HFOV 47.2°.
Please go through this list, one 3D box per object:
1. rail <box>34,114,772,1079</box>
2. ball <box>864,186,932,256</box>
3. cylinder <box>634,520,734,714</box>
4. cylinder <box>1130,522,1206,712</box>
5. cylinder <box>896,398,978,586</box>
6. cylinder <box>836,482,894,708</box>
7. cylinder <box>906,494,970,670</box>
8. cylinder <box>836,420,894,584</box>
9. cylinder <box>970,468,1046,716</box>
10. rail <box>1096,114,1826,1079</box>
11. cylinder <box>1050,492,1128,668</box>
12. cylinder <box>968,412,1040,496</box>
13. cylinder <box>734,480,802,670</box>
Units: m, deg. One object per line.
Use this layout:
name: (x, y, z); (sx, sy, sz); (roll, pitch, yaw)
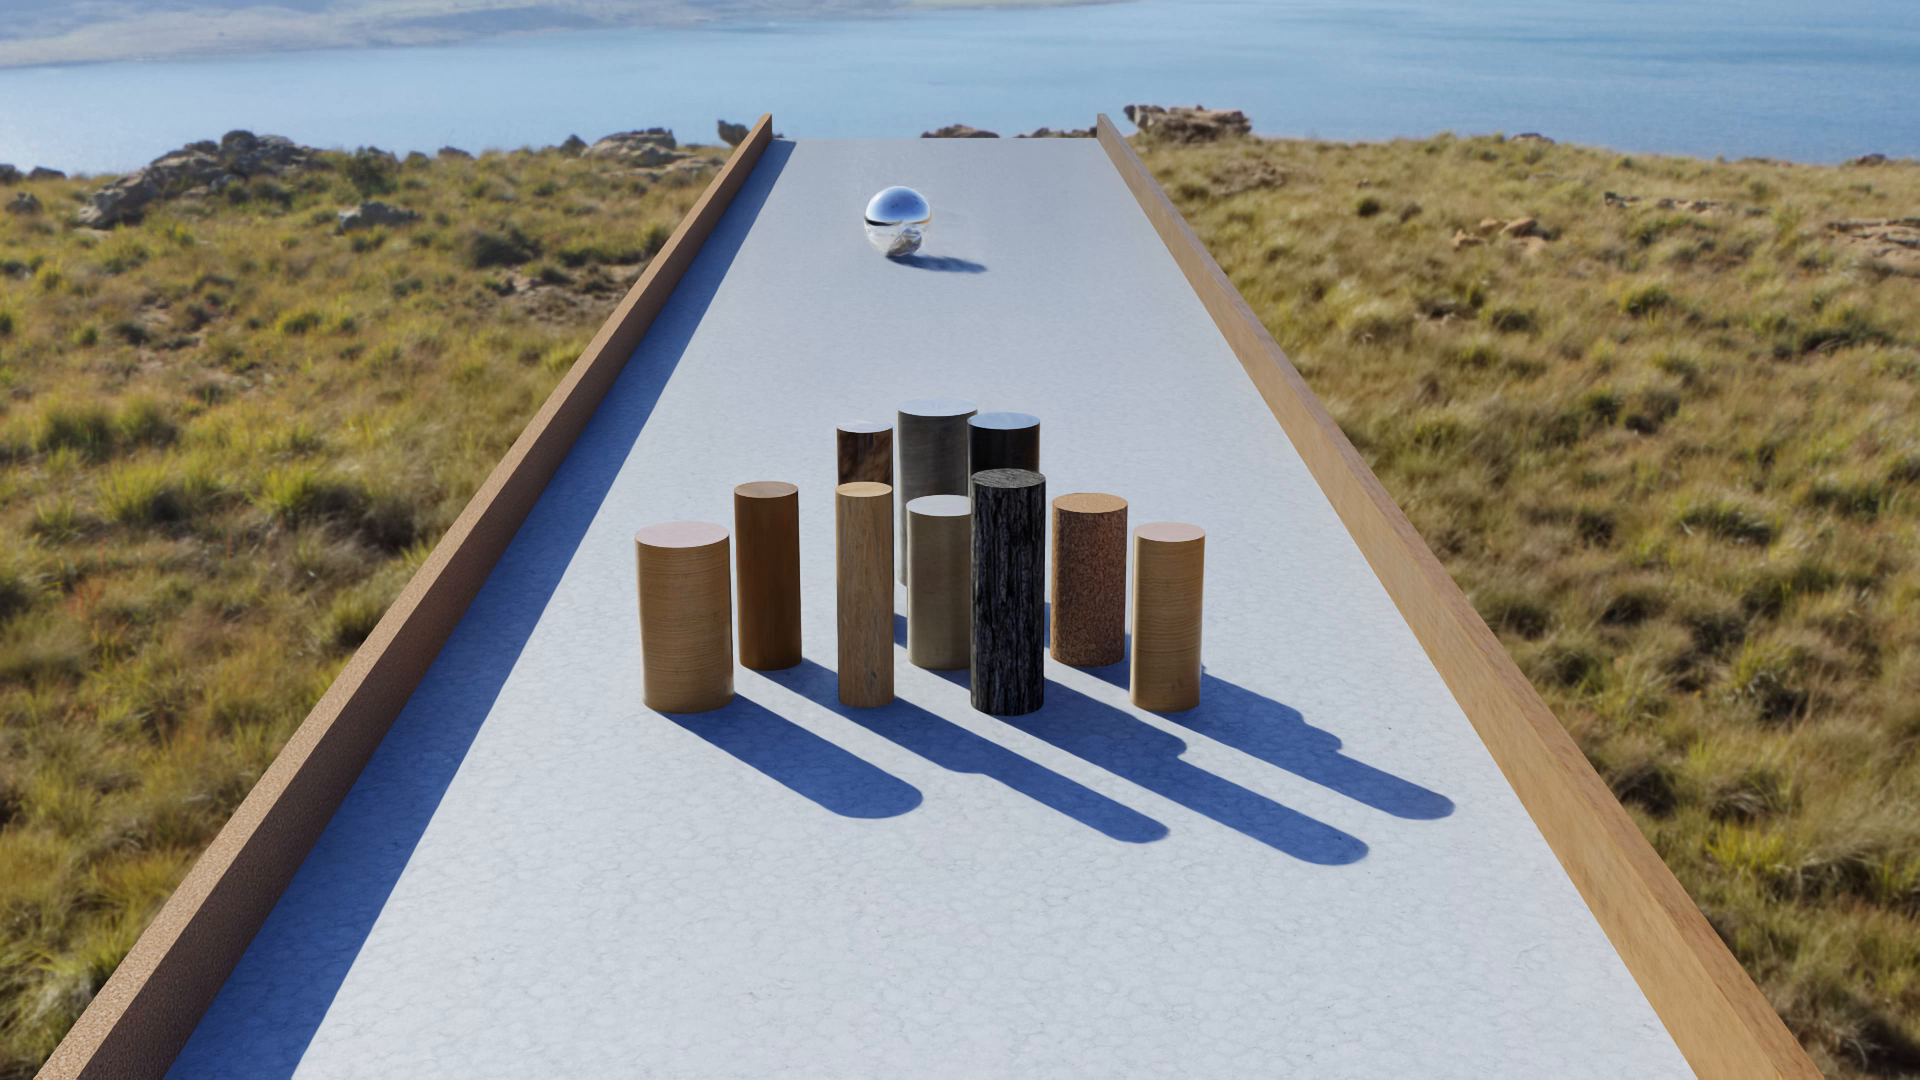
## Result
rail: (-1.118, -0.838, 7.780); (0.050, 0.150, 12.000); (0, 17, -1)
ball: (-0.258, -1.338, 9.219); (0.289, 0.289, 0.289); (0, 17, 0)
cylinder: (-0.521, 0.145, 4.165); (0.177, 0.327, 0.177); (0, 17, 0)
cylinder: (0.391, 0.145, 4.151); (0.134, 0.336, 0.134); (0, 17, 0)
cylinder: (-0.050, -0.102, 4.877); (0.179, 0.396, 0.179); (0, 17, 0)
cylinder: (-0.179, 0.104, 4.150); (0.107, 0.414, 0.107); (0, 17, 0)
cylinder: (-0.028, 0.084, 4.384); (0.156, 0.319, 0.156); (0, 17, 0)
cylinder: (-0.198, -0.038, 4.626); (0.118, 0.415, 0.118); (0, 17, 0)
cylinder: (0.089, 0.098, 4.122); (0.139, 0.443, 0.139); (0, 17, 0)
rail: (0.932, -0.844, 7.801); (0.050, 0.150, 12.000); (0, 17, -1)
cylinder: (0.257, 0.079, 4.401); (0.150, 0.319, 0.150); (0, 17, 0)
cylinder: (0.091, -0.049, 4.656); (0.154, 0.419, 0.154); (0, 17, 0)
cylinder: (-0.380, 0.071, 4.365); (0.126, 0.355, 0.126); (0, 17, 0)
